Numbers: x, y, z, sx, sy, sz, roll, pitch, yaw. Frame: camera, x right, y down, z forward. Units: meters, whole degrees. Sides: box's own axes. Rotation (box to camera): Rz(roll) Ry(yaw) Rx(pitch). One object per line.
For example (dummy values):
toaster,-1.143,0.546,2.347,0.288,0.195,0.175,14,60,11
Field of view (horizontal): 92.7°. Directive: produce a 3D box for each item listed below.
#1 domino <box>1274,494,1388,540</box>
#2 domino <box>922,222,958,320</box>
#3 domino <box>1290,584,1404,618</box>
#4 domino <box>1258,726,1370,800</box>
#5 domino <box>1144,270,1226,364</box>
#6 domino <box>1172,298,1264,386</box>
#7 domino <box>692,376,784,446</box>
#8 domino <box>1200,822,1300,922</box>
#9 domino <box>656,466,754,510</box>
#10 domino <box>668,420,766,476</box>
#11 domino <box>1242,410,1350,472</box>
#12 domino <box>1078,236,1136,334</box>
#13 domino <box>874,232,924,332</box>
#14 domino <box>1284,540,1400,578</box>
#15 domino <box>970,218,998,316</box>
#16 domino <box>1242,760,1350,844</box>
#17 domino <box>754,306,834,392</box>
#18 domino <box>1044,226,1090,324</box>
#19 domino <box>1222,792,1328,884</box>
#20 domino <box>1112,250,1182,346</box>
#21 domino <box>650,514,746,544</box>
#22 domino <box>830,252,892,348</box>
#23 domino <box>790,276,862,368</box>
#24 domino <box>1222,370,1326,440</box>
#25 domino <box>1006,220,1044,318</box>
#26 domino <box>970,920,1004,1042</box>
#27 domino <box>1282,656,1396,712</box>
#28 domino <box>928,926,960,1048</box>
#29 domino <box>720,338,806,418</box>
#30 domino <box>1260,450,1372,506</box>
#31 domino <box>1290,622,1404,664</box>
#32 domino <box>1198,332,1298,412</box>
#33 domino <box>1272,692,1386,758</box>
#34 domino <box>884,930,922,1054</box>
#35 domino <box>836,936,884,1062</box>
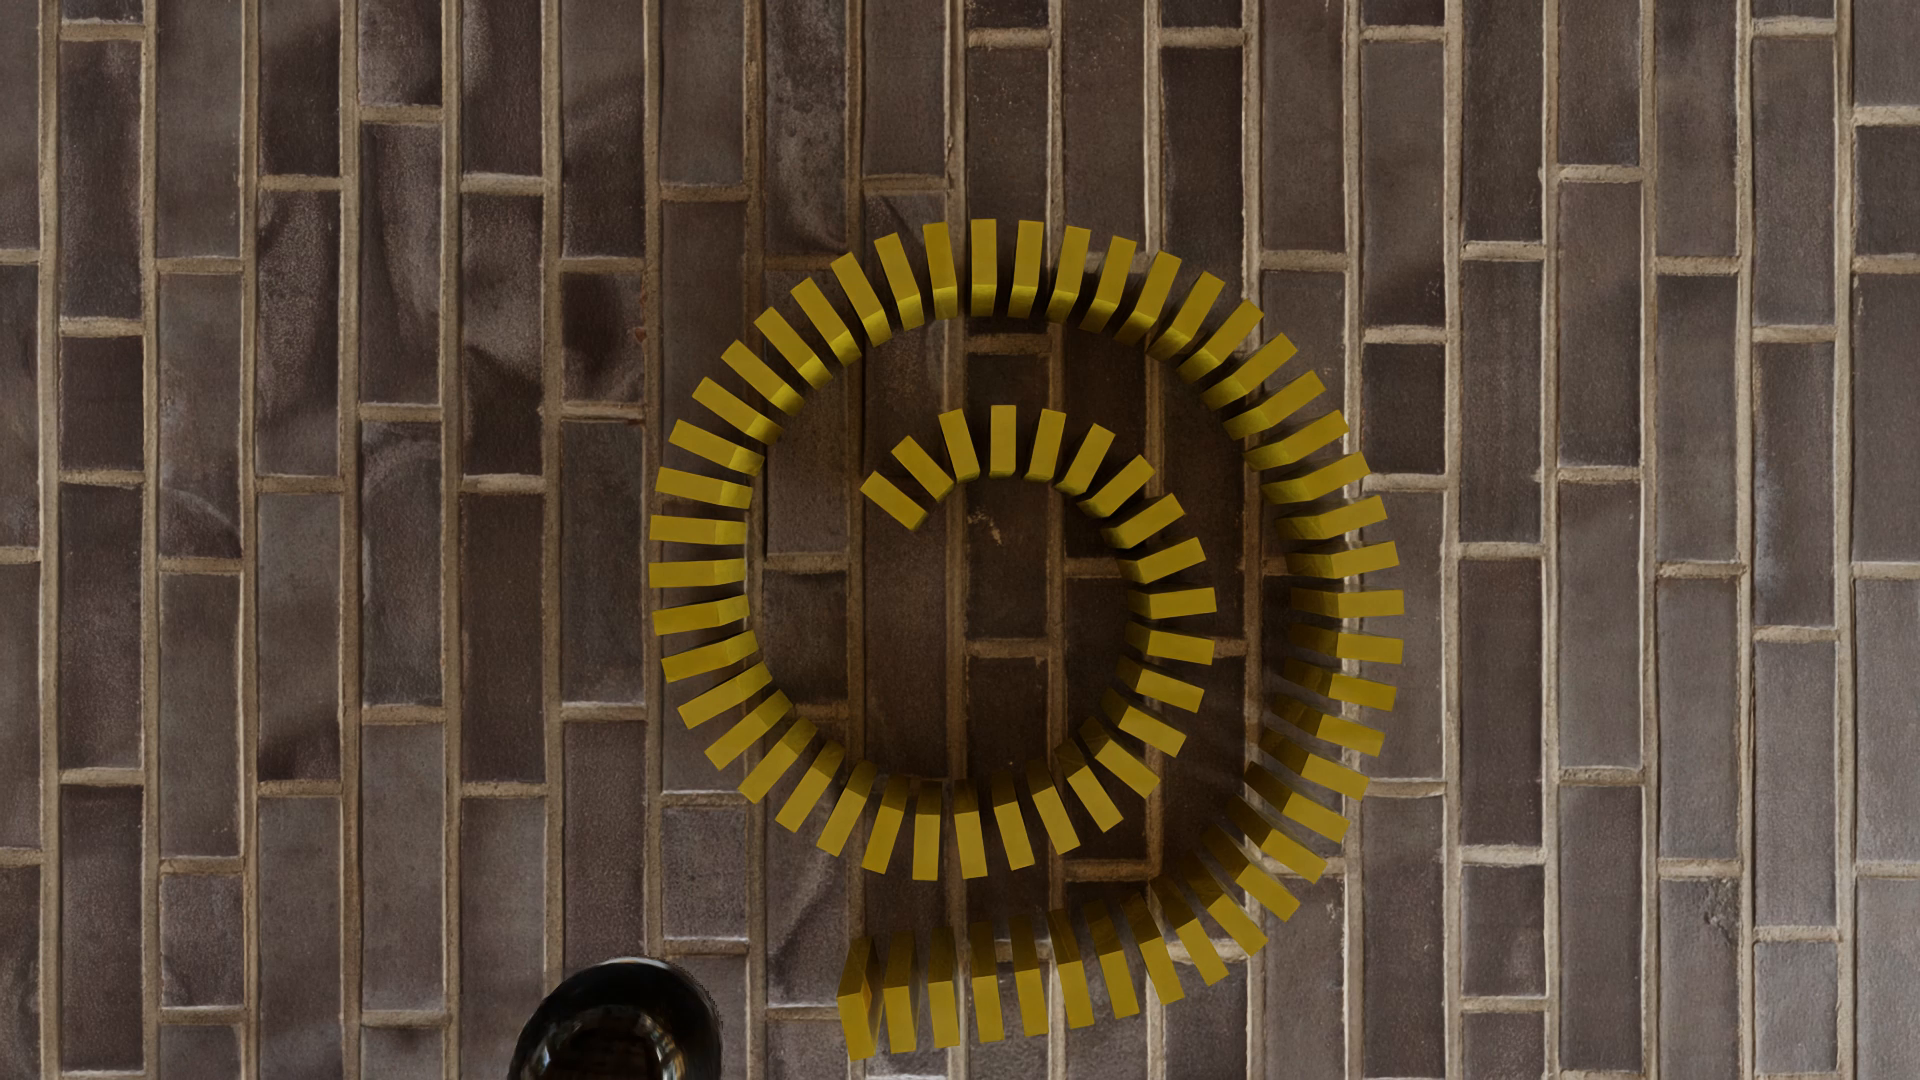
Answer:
domino,0.150,-0.009,0.375,0.025,0.050,0.009,-19,90,0
domino,-0.008,-0.109,0.375,0.010,0.050,0.025,-9,90,0
domino,0.157,0.024,0.375,0.025,0.050,0.009,-4,90,0
domino,0.143,0.091,0.375,0.025,0.050,0.009,23,90,0
domino,0.091,-0.090,0.375,0.010,0.050,0.025,31,90,0
domino,0.105,-0.080,0.375,0.009,0.050,0.025,41,90,0
domino,-0.090,-0.052,0.375,0.025,0.050,0.010,35,90,0
domino,0.118,0.135,0.375,0.025,0.050,0.009,39,90,0
domino,-0.103,-0.021,0.375,0.025,0.050,0.010,13,90,0
domino,-0.098,-0.037,0.375,0.025,0.050,0.010,24,90,0
domino,0.136,-0.040,0.375,0.025,0.050,0.009,-29,90,0
domino,0.060,-0.103,0.375,0.009,0.050,0.025,16,90,0
domino,-0.024,-0.104,0.375,0.009,0.050,0.025,-21,90,0
domino,0.155,0.008,0.375,0.025,0.050,0.009,-12,90,0
domino,0.009,-0.110,0.375,0.010,0.050,0.025,-1,90,0
domino,0.136,0.106,0.375,0.025,0.050,0.009,28,90,0
domino,-0.067,-0.077,0.375,0.009,0.050,0.025,-42,90,0
domino,0.043,-0.107,0.375,0.010,0.050,0.025,11,90,0
domino,0.128,0.121,0.375,0.025,0.050,0.009,33,90,0
domino,0.076,-0.097,0.375,0.009,0.050,0.025,23,90,0
domino,-0.106,-0.004,0.375,0.025,0.050,0.009,5,90,0
domino,-0.040,-0.097,0.375,0.010,0.050,0.025,-29,90,0
domino,-0.054,-0.088,0.375,0.010,0.050,0.025,-36,90,0
domino,0.127,-0.054,0.375,0.025,0.050,0.010,-35,90,0
domino,0.026,-0.109,0.375,0.009,0.050,0.025,5,90,0
domino,0.011,0.179,0.375,0.009,0.050,0.025,-8,90,0
domino,0.154,0.058,0.375,0.025,0.050,0.009,13,90,0
domino,-0.006,0.181,0.375,0.009,0.050,0.025,-7,90,0
domino,-0.079,-0.065,0.375,0.025,0.050,0.009,42,90,0
domino,0.144,-0.025,0.375,0.025,0.050,0.010,-24,90,0
domino,0.157,0.041,0.375,0.025,0.050,0.009,6,90,0
domino,0.117,-0.068,0.375,0.025,0.050,0.009,-41,90,0
domino,0.149,0.075,0.375,0.025,0.050,0.010,18,90,0
domino,-0.023,0.183,0.375,0.010,0.050,0.025,-7,90,0
domino,-0.040,0.186,0.375,0.010,0.050,0.025,-13,90,0
